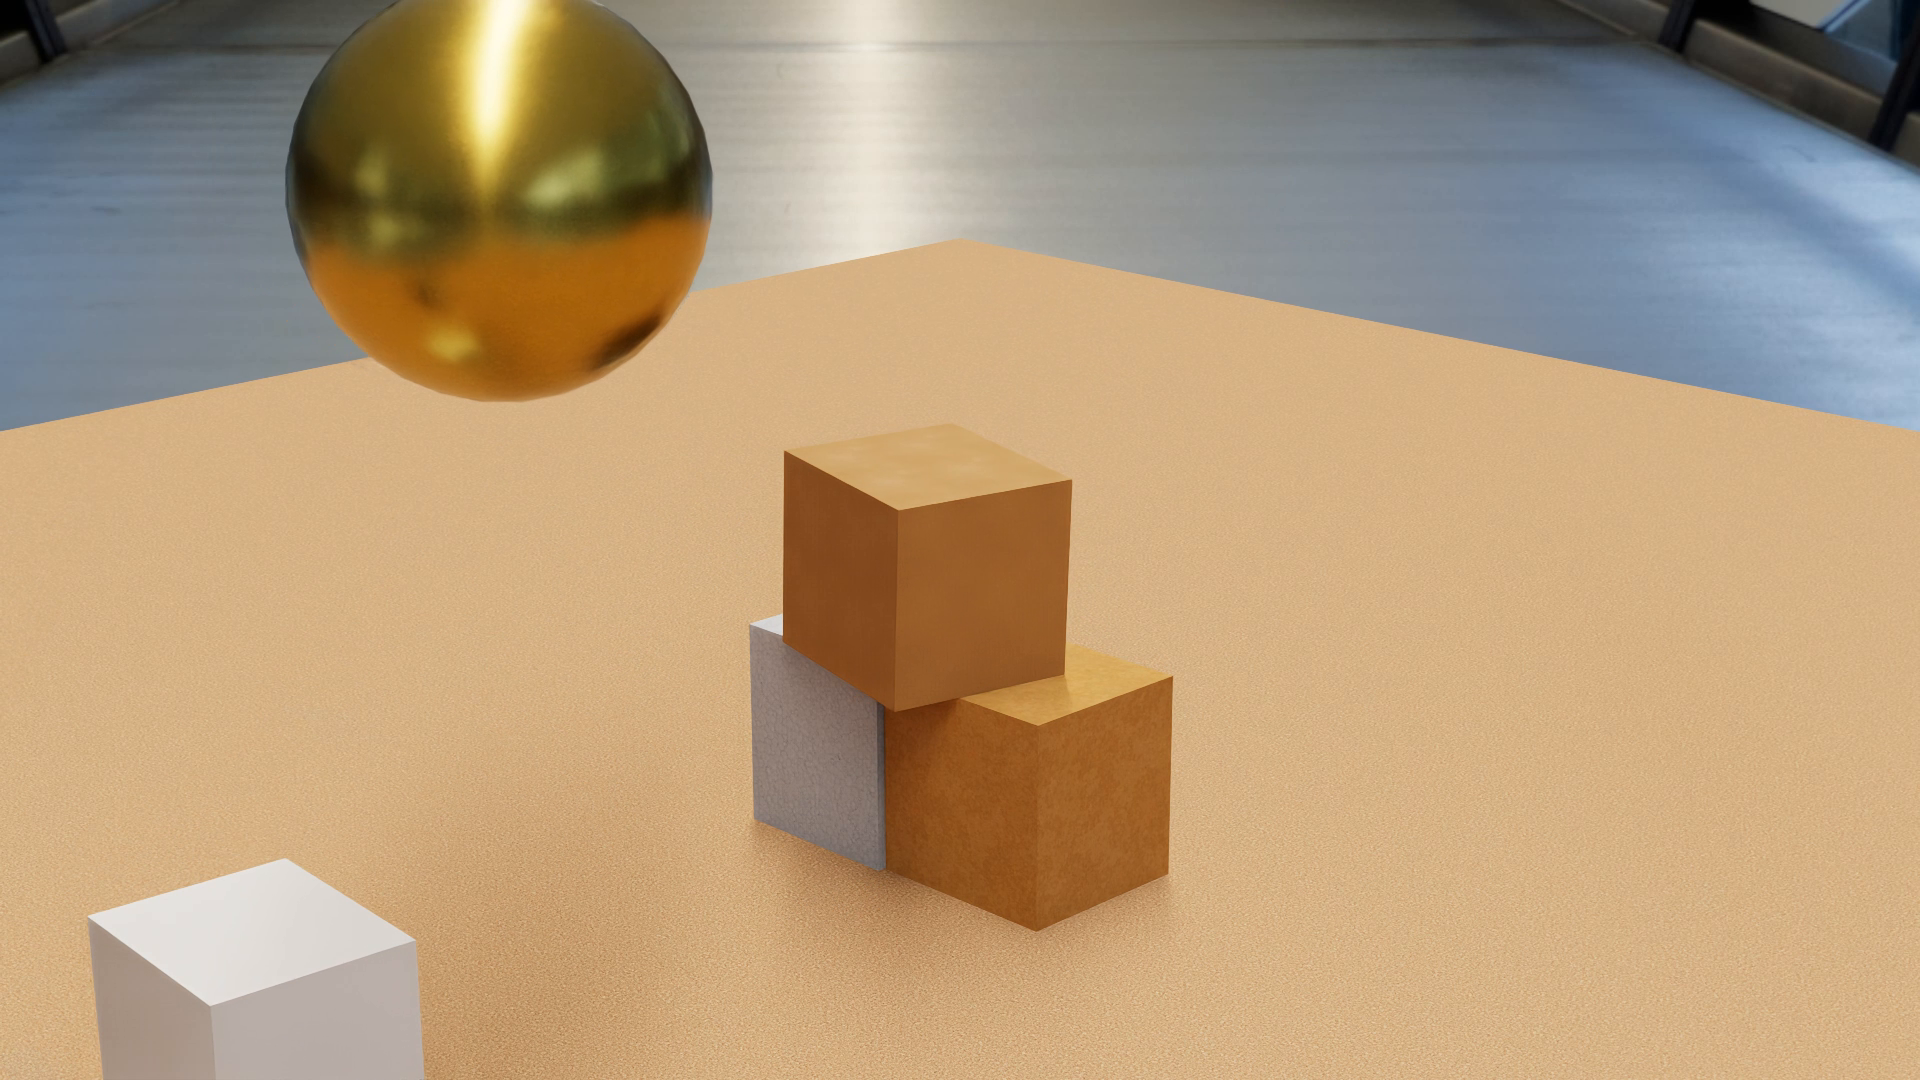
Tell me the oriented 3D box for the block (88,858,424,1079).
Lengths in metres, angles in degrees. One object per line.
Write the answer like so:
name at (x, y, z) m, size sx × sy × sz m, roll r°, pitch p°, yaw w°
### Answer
block at (-2.652, 1.847, 11.076) m, size 0.830 × 0.834 × 0.992 m, roll -14°, pitch 23°, yaw -38°

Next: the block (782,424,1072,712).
block at (-0.161, 0.101, 13.190) m, size 0.902 × 0.923 × 0.971 m, roll -11°, pitch 22°, yaw -32°

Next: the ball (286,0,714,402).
ball at (-1.736, -1.321, 11.107) m, size 1.600 × 1.600 × 1.600 m, roll 0°, pitch 17°, yaw 0°

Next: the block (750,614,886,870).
block at (-0.346, 0.857, 13.965) m, size 0.956 × 0.990 × 0.869 m, roll -17°, pitch 24°, yaw -42°

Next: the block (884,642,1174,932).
block at (0.308, 1.064, 13.346) m, size 0.881 × 0.967 × 0.956 m, roll -17°, pitch 24°, yaw -42°
